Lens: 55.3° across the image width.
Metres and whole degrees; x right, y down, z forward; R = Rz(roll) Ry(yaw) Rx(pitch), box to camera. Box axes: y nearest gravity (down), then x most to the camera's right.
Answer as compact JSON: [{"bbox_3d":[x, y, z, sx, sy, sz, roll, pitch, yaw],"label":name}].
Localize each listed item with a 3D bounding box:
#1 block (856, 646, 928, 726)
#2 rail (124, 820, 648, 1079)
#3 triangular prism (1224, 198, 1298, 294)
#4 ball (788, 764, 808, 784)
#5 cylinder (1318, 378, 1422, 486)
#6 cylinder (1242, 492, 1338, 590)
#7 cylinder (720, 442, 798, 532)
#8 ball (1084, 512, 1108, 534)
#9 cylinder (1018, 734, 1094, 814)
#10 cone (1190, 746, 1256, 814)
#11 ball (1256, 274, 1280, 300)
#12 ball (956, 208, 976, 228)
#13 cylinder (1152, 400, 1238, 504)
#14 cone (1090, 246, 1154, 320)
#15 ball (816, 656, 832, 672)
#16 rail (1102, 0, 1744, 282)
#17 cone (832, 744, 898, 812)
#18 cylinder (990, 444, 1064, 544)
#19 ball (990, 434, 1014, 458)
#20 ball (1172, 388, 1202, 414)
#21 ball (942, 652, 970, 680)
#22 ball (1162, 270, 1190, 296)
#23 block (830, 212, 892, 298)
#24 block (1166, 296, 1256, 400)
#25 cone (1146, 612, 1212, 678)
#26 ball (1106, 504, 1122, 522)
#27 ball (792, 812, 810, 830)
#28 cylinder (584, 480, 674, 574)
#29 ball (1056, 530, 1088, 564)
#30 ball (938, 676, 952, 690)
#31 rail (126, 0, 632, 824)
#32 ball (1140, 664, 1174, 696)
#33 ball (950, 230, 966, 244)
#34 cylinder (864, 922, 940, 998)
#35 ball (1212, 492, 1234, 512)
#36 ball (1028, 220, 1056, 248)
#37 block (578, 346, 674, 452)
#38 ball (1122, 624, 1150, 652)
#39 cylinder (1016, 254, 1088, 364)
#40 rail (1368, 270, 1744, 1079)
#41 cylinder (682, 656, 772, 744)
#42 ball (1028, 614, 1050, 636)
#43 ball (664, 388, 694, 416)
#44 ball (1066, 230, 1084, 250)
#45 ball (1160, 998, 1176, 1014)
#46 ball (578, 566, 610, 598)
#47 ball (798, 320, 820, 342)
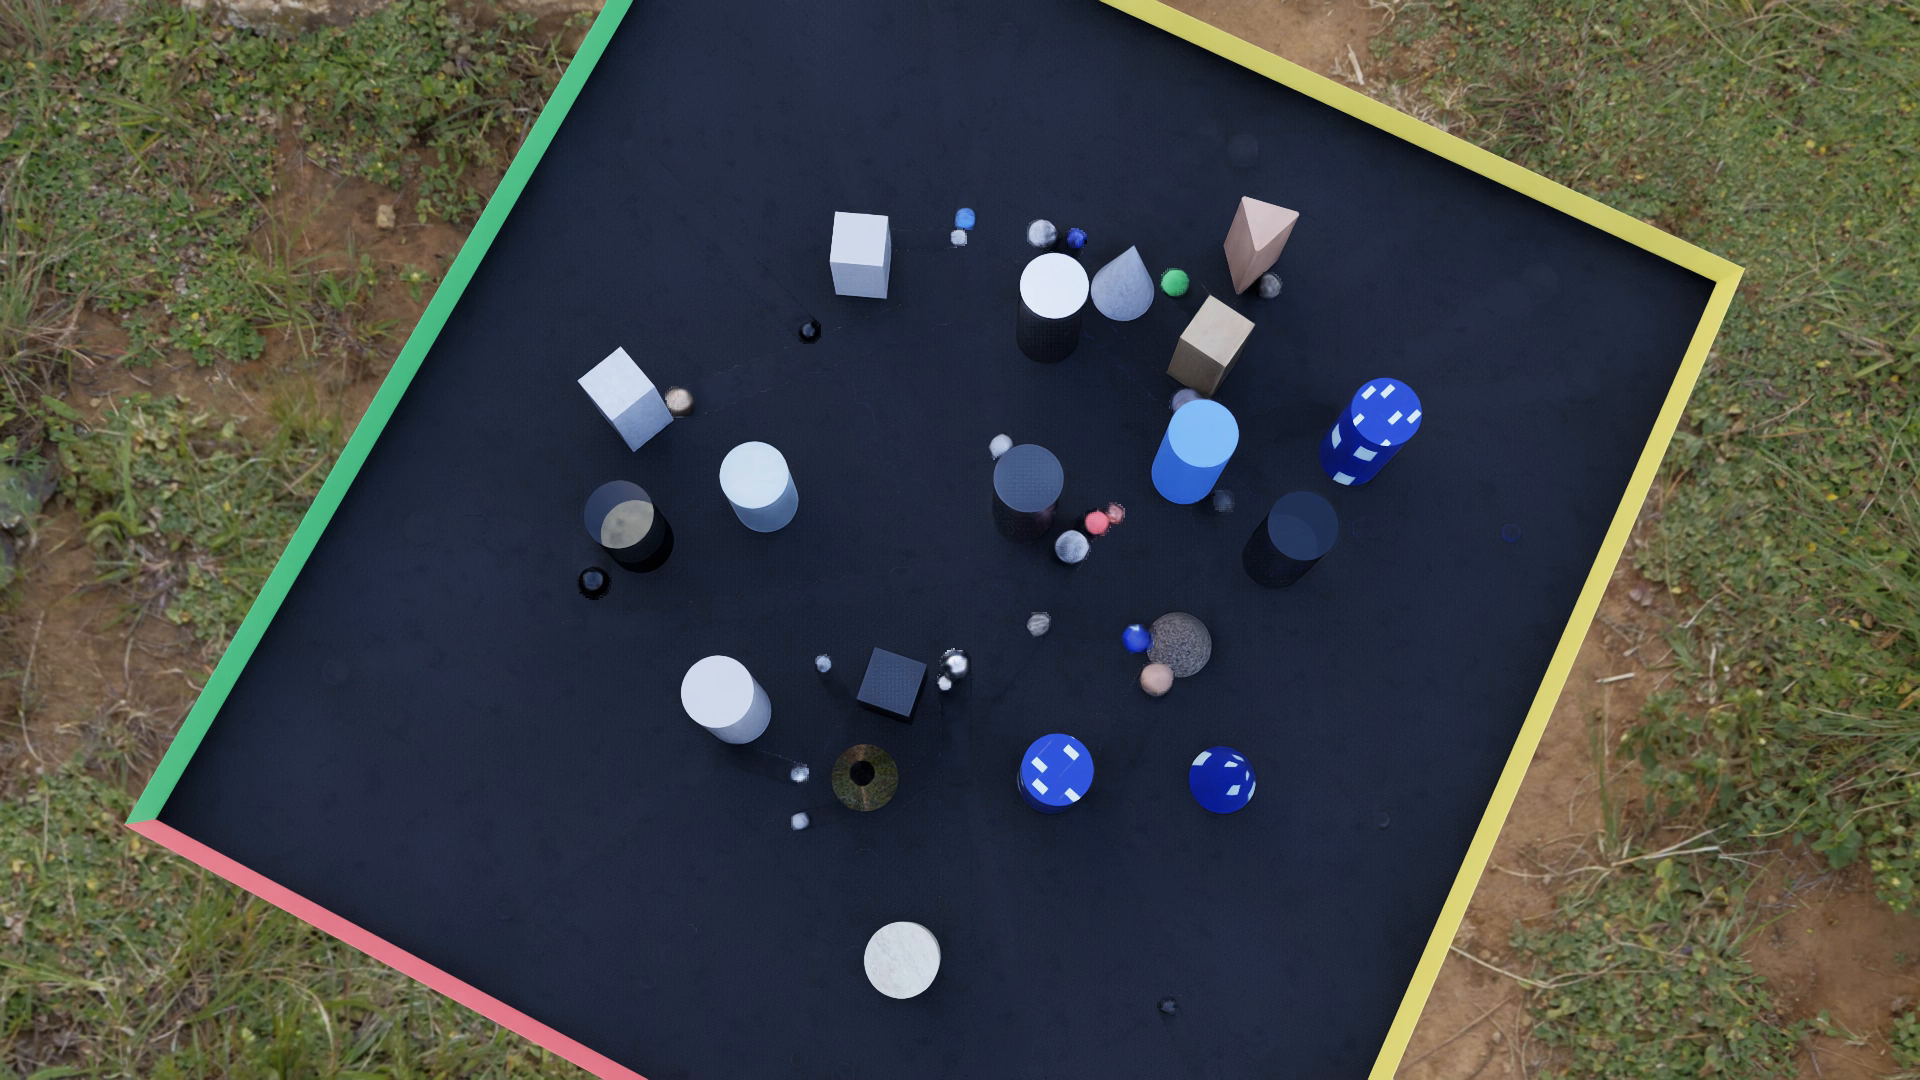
[{"bbox_3d":[-0.196,0.433,5.403,0.160,0.242,0.160,18,79,4],"label":"block"},{"bbox_3d":[-0.814,1.602,5.218,3.576,0.130,0.045,26,80,5],"label":"rail"},{"bbox_3d":[0.889,-0.923,5.611,0.173,0.386,0.150,-42,81,-8],"label":"triangular prism"},{"bbox_3d":[-0.482,0.697,5.443,0.058,0.058,0.058,0,78,0],"label":"ball"},{"bbox_3d":[1.210,-0.315,5.435,0.200,0.484,0.200,0,78,0],"label":"cylinder"},{"bbox_3d":[0.962,0.008,5.373,0.200,0.475,0.200,0,78,0],"label":"cylinder"},{"bbox_3d":[-0.597,-0.155,5.478,0.200,0.335,0.200,0,78,0],"label":"cylinder"},{"bbox_3d":[0.416,-0.052,5.590,0.073,0.073,0.073,0,78,0],"label":"ball"},{"bbox_3d":[0.271,0.677,5.278,0.200,0.388,0.200,0,78,0],"label":"cylinder"},{"bbox_3d":[0.783,0.670,5.248,0.200,0.451,0.200,0,78,0],"label":"cone"},{"bbox_3d":[0.964,-0.794,5.741,0.078,0.078,0.078,0,78,0],"label":"ball"},{"bbox_3d":[0.017,-1.017,5.794,0.065,0.065,0.065,0,78,0],"label":"ball"},{"bbox_3d":[0.691,-0.255,5.430,0.200,0.468,0.200,0,78,0],"label":"cylinder"},{"bbox_3d":[0.513,-0.827,5.584,0.200,0.398,0.200,0,78,0],"label":"cone"},{"bbox_3d":[-0.409,0.375,5.516,0.046,0.046,0.046,0,78,0],"label":"ball"},{"bbox_3d":[0.814,-1.588,5.878,3.576,0.130,0.045,26,80,5],"label":"rail"},{"bbox_3d":[-0.283,0.679,5.321,0.200,0.305,0.200,0,78,0],"label":"cone"},{"bbox_3d":[0.194,-0.129,5.413,0.200,0.451,0.200,0,78,0],"label":"cylinder"},{"bbox_3d":[0.128,-0.286,5.638,0.074,0.074,0.074,0,78,0],"label":"ball"},{"bbox_3d":[0.702,-0.416,5.653,0.098,0.098,0.098,0,78,0],"label":"ball"},{"bbox_3d":[-0.012,0.375,5.496,0.085,0.085,0.085,0,78,0],"label":"ball"},{"bbox_3d":[0.675,-0.805,5.740,0.085,0.085,0.085,0,78,0],"label":"ball"},{"bbox_3d":[-0.304,-0.875,5.649,0.160,0.292,0.160,5,78,1],"label":"block"},{"bbox_3d":[0.756,-0.577,5.551,0.160,0.362,0.160,35,80,7],"label":"block"},{"bbox_3d":[0.663,0.278,5.365,0.200,0.380,0.200,0,78,0],"label":"cone"},{"bbox_3d":[0.471,-0.081,5.606,0.053,0.053,0.053,0,78,0],"label":"ball"},{"bbox_3d":[-0.470,0.831,5.419,0.049,0.049,0.049,0,78,0],"label":"ball"},{"bbox_3d":[-0.976,-0.035,5.430,0.200,0.380,0.200,0,78,0],"label":"cylinder"},{"bbox_3d":[0.339,0.021,5.561,0.100,0.100,0.100,0,78,0],"label":"ball"},{"bbox_3d":[-0.045,0.431,5.505,0.043,0.043,0.043,0,78,0],"label":"ball"},{"bbox_3d":[-1.578,-0.766,5.708,0.045,0.130,3.689,26,80,5],"label":"rail"},{"bbox_3d":[0.587,0.417,5.475,0.098,0.098,0.098,0,78,0],"label":"ball"},{"bbox_3d":[-0.007,-0.957,5.790,0.049,0.049,0.049,0,78,0],"label":"ball"},{"bbox_3d":[-0.156,1.170,5.128,0.200,0.483,0.200,0,78,0],"label":"cylinder"},{"bbox_3d":[0.805,-0.116,5.609,0.063,0.063,0.063,0,78,0],"label":"ball"},{"bbox_3d":[0.260,-0.964,5.772,0.088,0.088,0.088,0,78,0],"label":"ball"},{"bbox_3d":[-1.001,-0.419,5.517,0.160,0.365,0.160,-40,81,-8],"label":"block"},{"bbox_3d":[0.530,0.295,5.510,0.088,0.088,0.088,0,78,0],"label":"ball"},{"bbox_3d":[0.274,-0.694,5.535,0.200,0.442,0.200,0,78,0],"label":"cylinder"},{"bbox_3d":[1.578,0.780,5.388,0.045,0.130,3.689,26,80,5],"label":"rail"},{"bbox_3d":[-0.667,0.466,5.274,0.200,0.483,0.200,0,78,0],"label":"cylinder"},{"bbox_3d":[0.237,0.256,5.529,0.069,0.069,0.069,0,78,0],"label":"ball"},{"bbox_3d":[-0.866,-0.425,5.654,0.090,0.090,0.090,0,78,0],"label":"ball"},{"bbox_3d":[0.365,-0.947,5.784,0.057,0.057,0.057,0,78,0],"label":"ball"},{"bbox_3d":[0.601,1.352,5.312,0.048,0.048,0.048,0,78,0],"label":"ball"},{"bbox_3d":[-1.107,0.127,5.543,0.093,0.093,0.093,0,78,0],"label":"ball"},{"bbox_3d":[-0.471,-0.651,5.718,0.065,0.065,0.065,0,78,0],"label":"ball"}]
